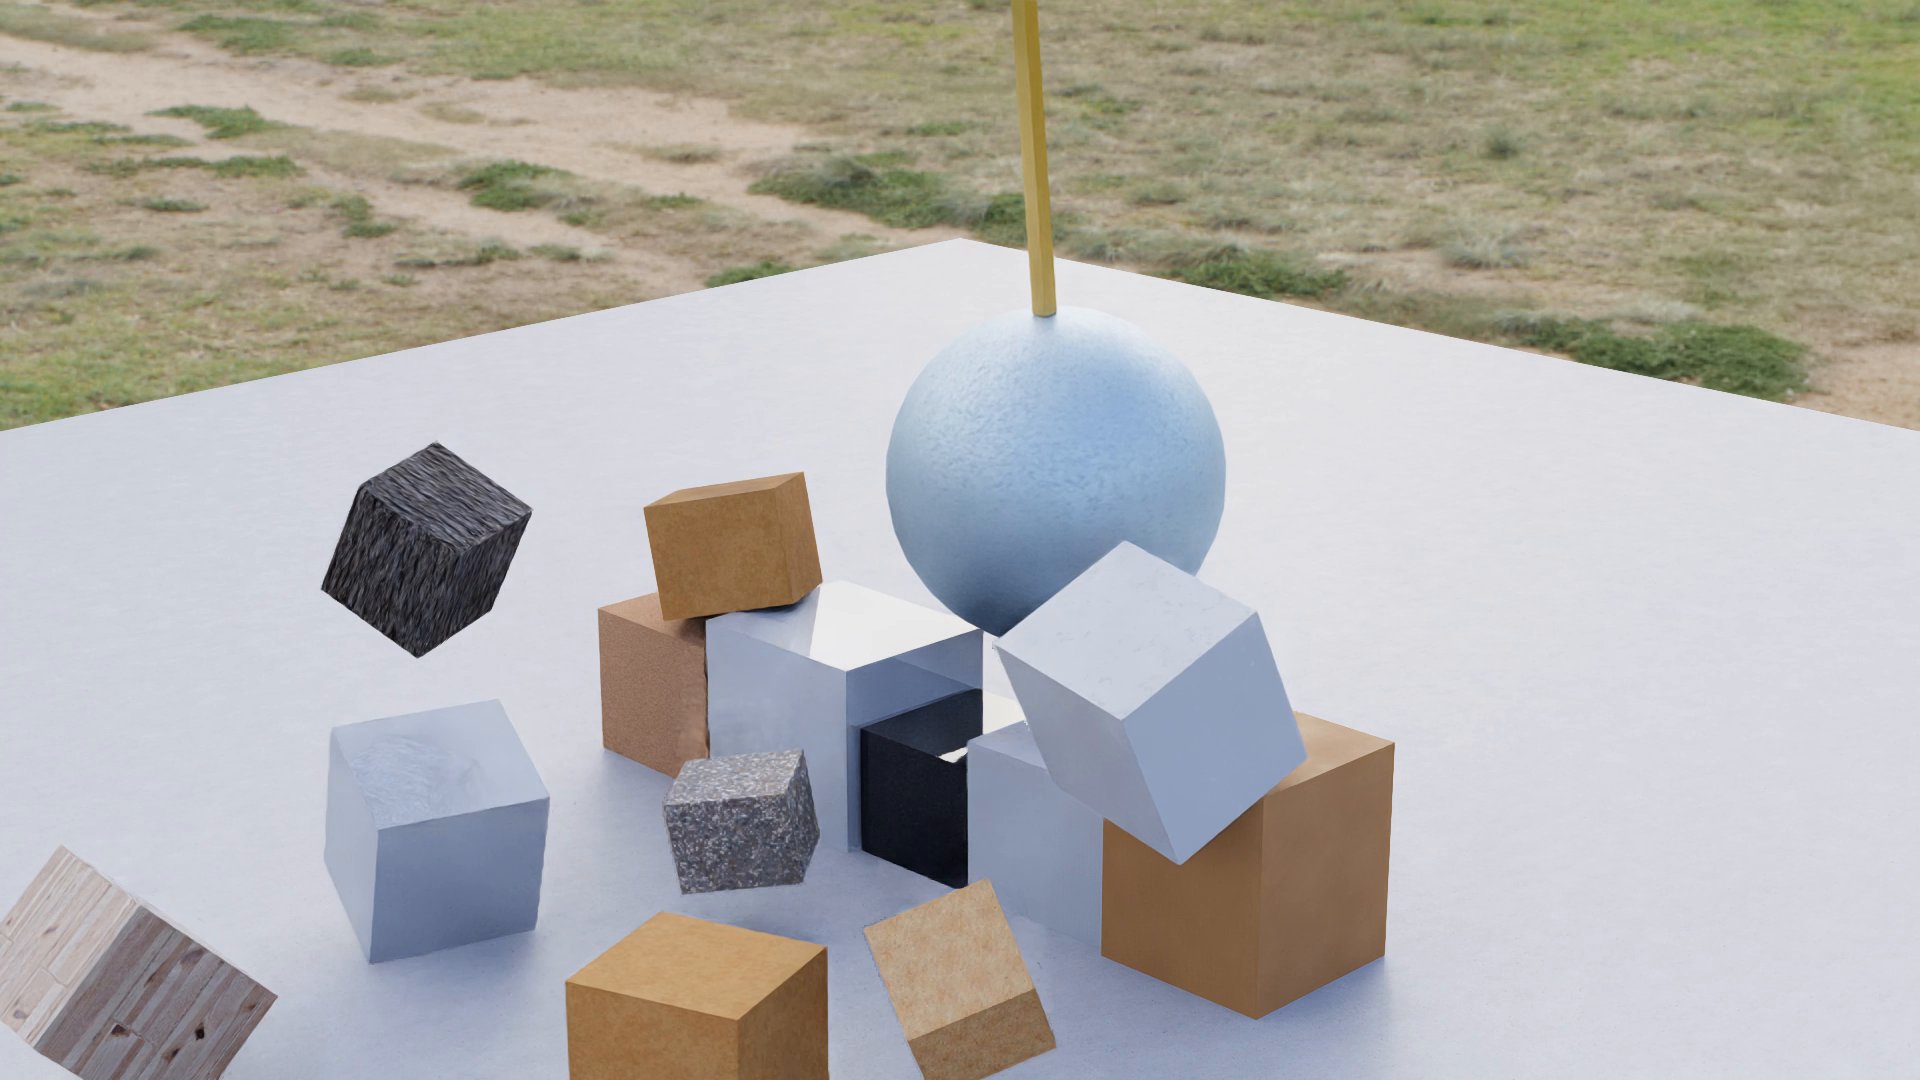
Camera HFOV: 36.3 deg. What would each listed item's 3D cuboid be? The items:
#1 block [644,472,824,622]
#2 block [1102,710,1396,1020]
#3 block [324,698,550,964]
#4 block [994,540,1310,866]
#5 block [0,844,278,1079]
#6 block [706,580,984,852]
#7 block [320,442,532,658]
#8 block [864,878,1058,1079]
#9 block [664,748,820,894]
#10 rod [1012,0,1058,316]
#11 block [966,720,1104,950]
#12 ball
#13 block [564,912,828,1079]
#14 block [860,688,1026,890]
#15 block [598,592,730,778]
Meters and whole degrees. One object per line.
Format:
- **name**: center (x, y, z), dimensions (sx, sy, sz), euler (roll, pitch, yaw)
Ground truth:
- **block**: center (-1.113, 0.027, 14.486), dimensions (0.667, 0.567, 0.597), euler (-8, 8, 12)
- **block**: center (1.221, 1.323, 12.498), dimensions (0.863, 0.983, 0.870), euler (17, 24, 42)
- **block**: center (-2.279, 1.258, 12.726), dimensions (0.751, 0.781, 0.675), euler (-9, 40, -26)
- **block**: center (0.774, 0.646, 11.821), dimensions (0.721, 0.807, 0.828), euler (-37, 38, -19)
- **block**: center (-3.229, 1.720, 11.246), dimensions (0.724, 0.744, 0.633), euler (20, 70, 48)
- **block**: center (-0.555, 0.831, 14.192), dimensions (0.889, 0.904, 0.999), euler (-16, 24, -42)
- **block**: center (-2.248, 0.039, 12.368), dimensions (0.526, 0.576, 0.547), euler (34, 32, 10)
- **block**: center (0.004, 1.685, 11.014), dimensions (0.505, 0.514, 0.502), euler (-22, 54, -3)
- **block**: center (-0.947, 1.226, 12.798), dimensions (0.537, 0.426, 0.472), euler (-6, 19, 9)
- **rod**: center (0.194, -3.446, 12.462), dimensions (0.080, 5.200, 0.080), euler (17, 30, 42)
- **block**: center (0.596, 1.256, 13.109), dimensions (0.849, 0.743, 0.747), euler (17, 24, 42)
- **ball**: center (0.448, -0.297, 13.718), dimensions (1.600, 1.600, 1.600), euler (0, 17, 0)
- **block**: center (-0.996, 1.908, 11.222), dimensions (0.742, 0.631, 0.692), euler (8, 19, 24)
- **block**: center (0.052, 1.153, 13.657), dimensions (0.761, 0.611, 0.687), euler (-17, 24, -42)
- **block**: center (-1.224, 0.705, 14.850), dimensions (0.847, 0.751, 0.850), euler (-16, 24, -41)
